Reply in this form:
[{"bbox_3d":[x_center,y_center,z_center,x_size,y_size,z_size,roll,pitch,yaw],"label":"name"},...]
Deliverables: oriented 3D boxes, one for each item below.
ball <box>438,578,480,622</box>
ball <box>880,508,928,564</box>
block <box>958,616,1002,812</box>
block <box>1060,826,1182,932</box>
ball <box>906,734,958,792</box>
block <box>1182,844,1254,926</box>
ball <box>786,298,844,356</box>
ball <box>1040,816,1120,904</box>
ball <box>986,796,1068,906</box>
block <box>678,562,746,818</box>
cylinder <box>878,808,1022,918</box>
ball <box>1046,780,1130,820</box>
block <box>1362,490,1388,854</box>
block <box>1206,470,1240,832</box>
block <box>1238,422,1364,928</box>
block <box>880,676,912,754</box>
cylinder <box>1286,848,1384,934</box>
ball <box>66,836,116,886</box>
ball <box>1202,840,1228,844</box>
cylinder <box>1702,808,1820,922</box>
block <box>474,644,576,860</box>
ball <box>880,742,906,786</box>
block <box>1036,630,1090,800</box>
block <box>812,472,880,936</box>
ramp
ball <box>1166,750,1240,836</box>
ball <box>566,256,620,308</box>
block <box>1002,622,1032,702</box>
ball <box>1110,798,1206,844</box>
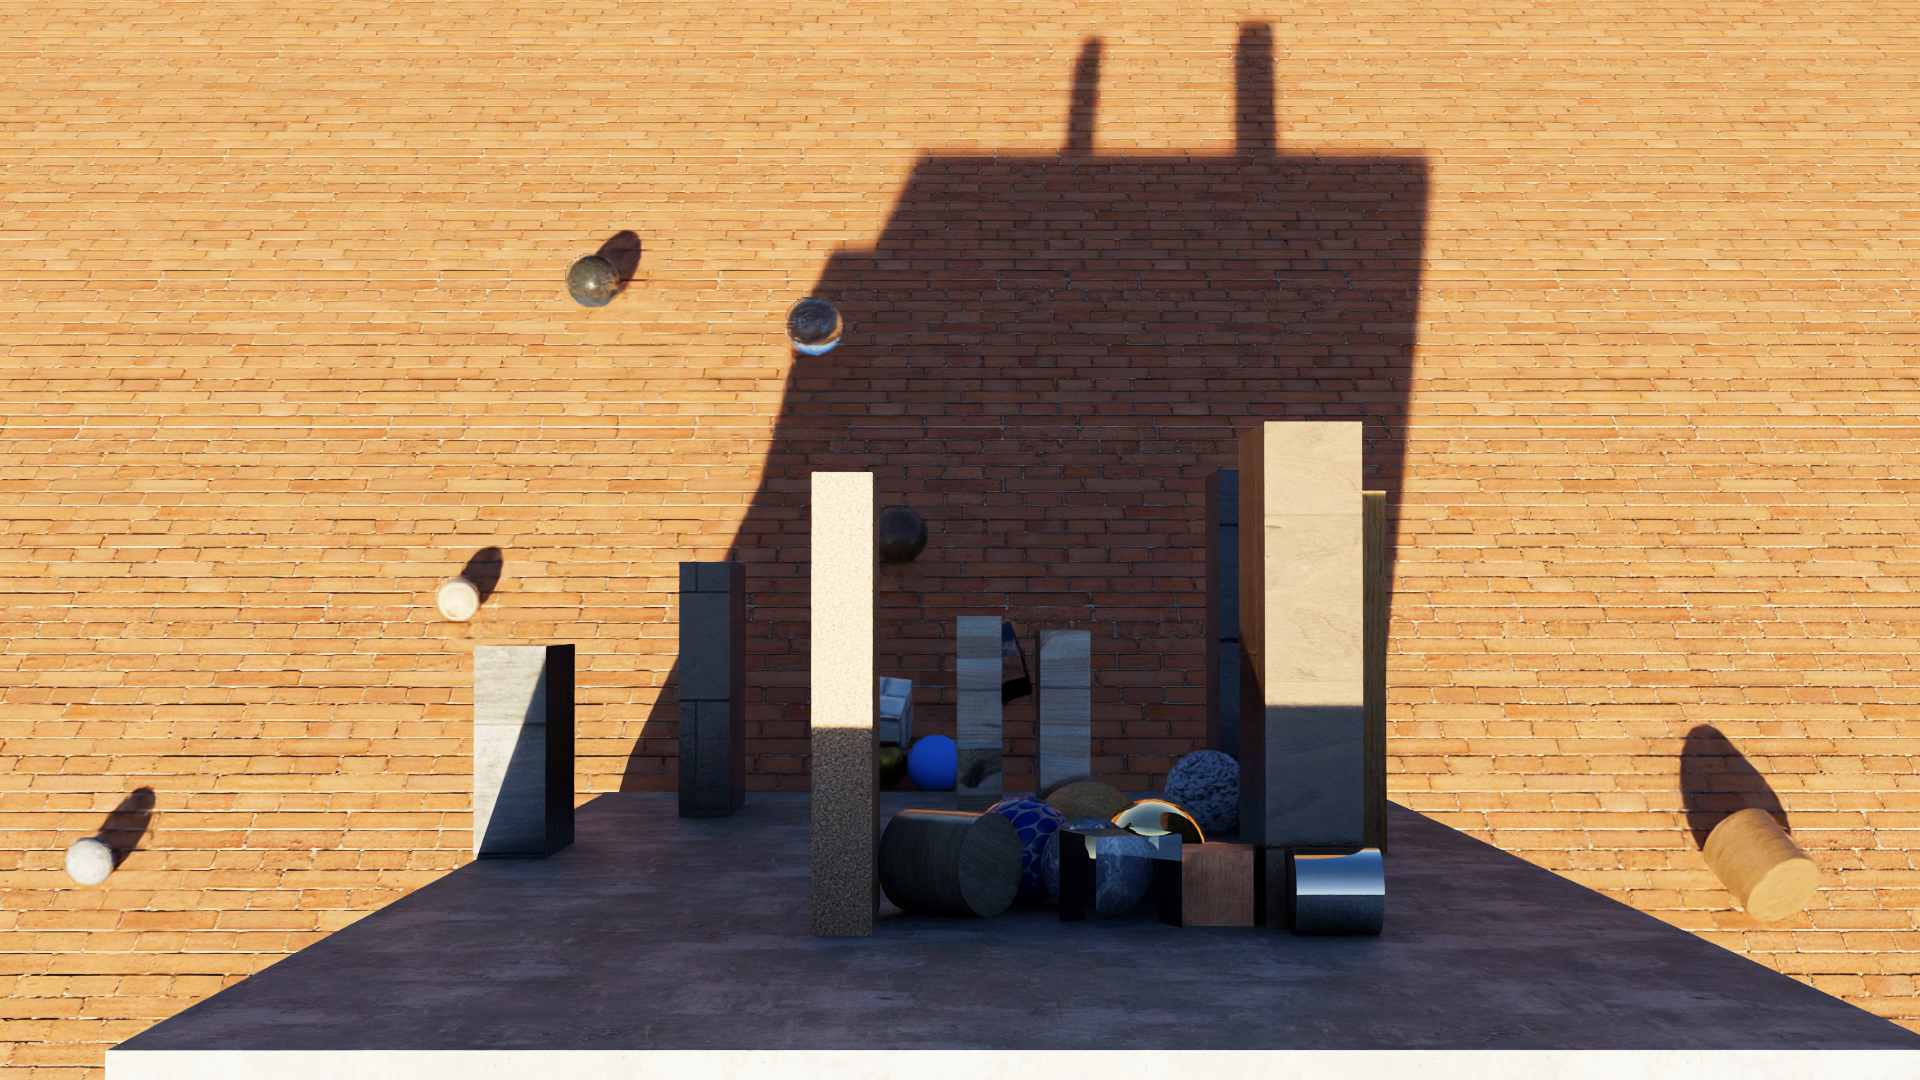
[{"bbox_3d":[-1.458,0.174,7.551,0.123,0.123,0.123,0,34,0],"label":"ball"},{"bbox_3d":[-0.182,-0.013,7.786,0.169,0.169,0.169,0,34,0],"label":"ball"},{"bbox_3d":[0.037,0.381,5.092,0.085,0.464,0.403,0,-2,0],"label":"block"},{"bbox_3d":[0.242,0.512,3.927,0.140,0.140,0.140,1,-2,-20],"label":"block"},{"bbox_3d":[-0.065,0.595,6.905,0.155,0.155,0.155,0,34,0],"label":"ball"},{"bbox_3d":[0.392,0.527,3.971,0.113,0.113,0.113,0,-2,7],"label":"block"},{"bbox_3d":[-0.493,-0.723,8.806,0.193,0.193,0.193,0,34,0],"label":"ball"},{"bbox_3d":[0.203,0.510,4.069,0.154,0.154,0.154,0,34,0],"label":"ball"},{"bbox_3d":[0.102,0.502,4.197,0.175,0.175,0.175,0,34,0],"label":"ball"},{"bbox_3d":[-0.589,0.349,6.193,0.117,0.588,0.443,0,-2,0],"label":"block"},{"bbox_3d":[-0.015,0.505,4.075,0.162,0.162,0.162,-1,27,39],"label":"cylinder"},{"bbox_3d":[0.213,0.497,4.341,0.189,0.189,0.189,0,34,0],"label":"ball"},{"bbox_3d":[0.789,0.264,5.291,0.092,0.710,0.408,0,-2,0],"label":"block"},{"bbox_3d":[0.617,0.242,5.739,0.118,0.778,0.312,0,-2,0],"label":"block"},{"bbox_3d":[0.531,0.206,4.073,0.146,0.759,0.364,0,-2,0],"label":"block"},{"bbox_3d":[-0.230,0.490,7.044,0.172,0.172,0.172,6,35,9],"label":"block"},{"bbox_3d":[0.551,0.516,3.819,0.127,0.127,0.127,0,34,0],"label":"cylinder"},{"bbox_3d":[-2.214,0.817,6.610,0.122,0.122,0.122,0,34,0],"label":"ball"},{"bbox_3d":[0.401,0.530,4.084,0.113,0.113,0.113,0,34,0],"label":"ball"},{"bbox_3d":[2.015,0.818,6.536,0.203,0.203,0.203,-11,36,-15],"label":"cylinder"},{"bbox_3d":[-0.861,0.412,5.152,0.137,0.407,0.375,0,-2,0],"label":"block"},{"bbox_3d":[-0.199,0.599,6.934,0.116,0.116,0.116,0,34,0],"label":"ball"},{"bbox_3d":[0.180,0.379,4.571,0.086,0.441,0.264,0,-2,0],"label":"block"},{"bbox_3d":[-0.173,0.245,3.992,0.089,0.678,0.385,0,-2,0],"label":"block"},{"bbox_3d":[0.076,0.656,4.804,2.000,0.100,4.000,0,-2,0],"label":"ramp"},{"bbox_3d":[0.525,0.534,5.492,0.180,0.180,0.180,0,34,0],"label":"ball"},{"bbox_3d":[-1.283,-0.903,9.077,0.185,0.185,0.185,0,34,0],"label":"ball"},{"bbox_3d":[0.098,0.348,7.248,0.151,0.151,0.151,-16,36,-3],"label":"block"},{"bbox_3d":[0.311,0.503,4.190,0.173,0.173,0.173,0,34,0],"label":"ball"}]
